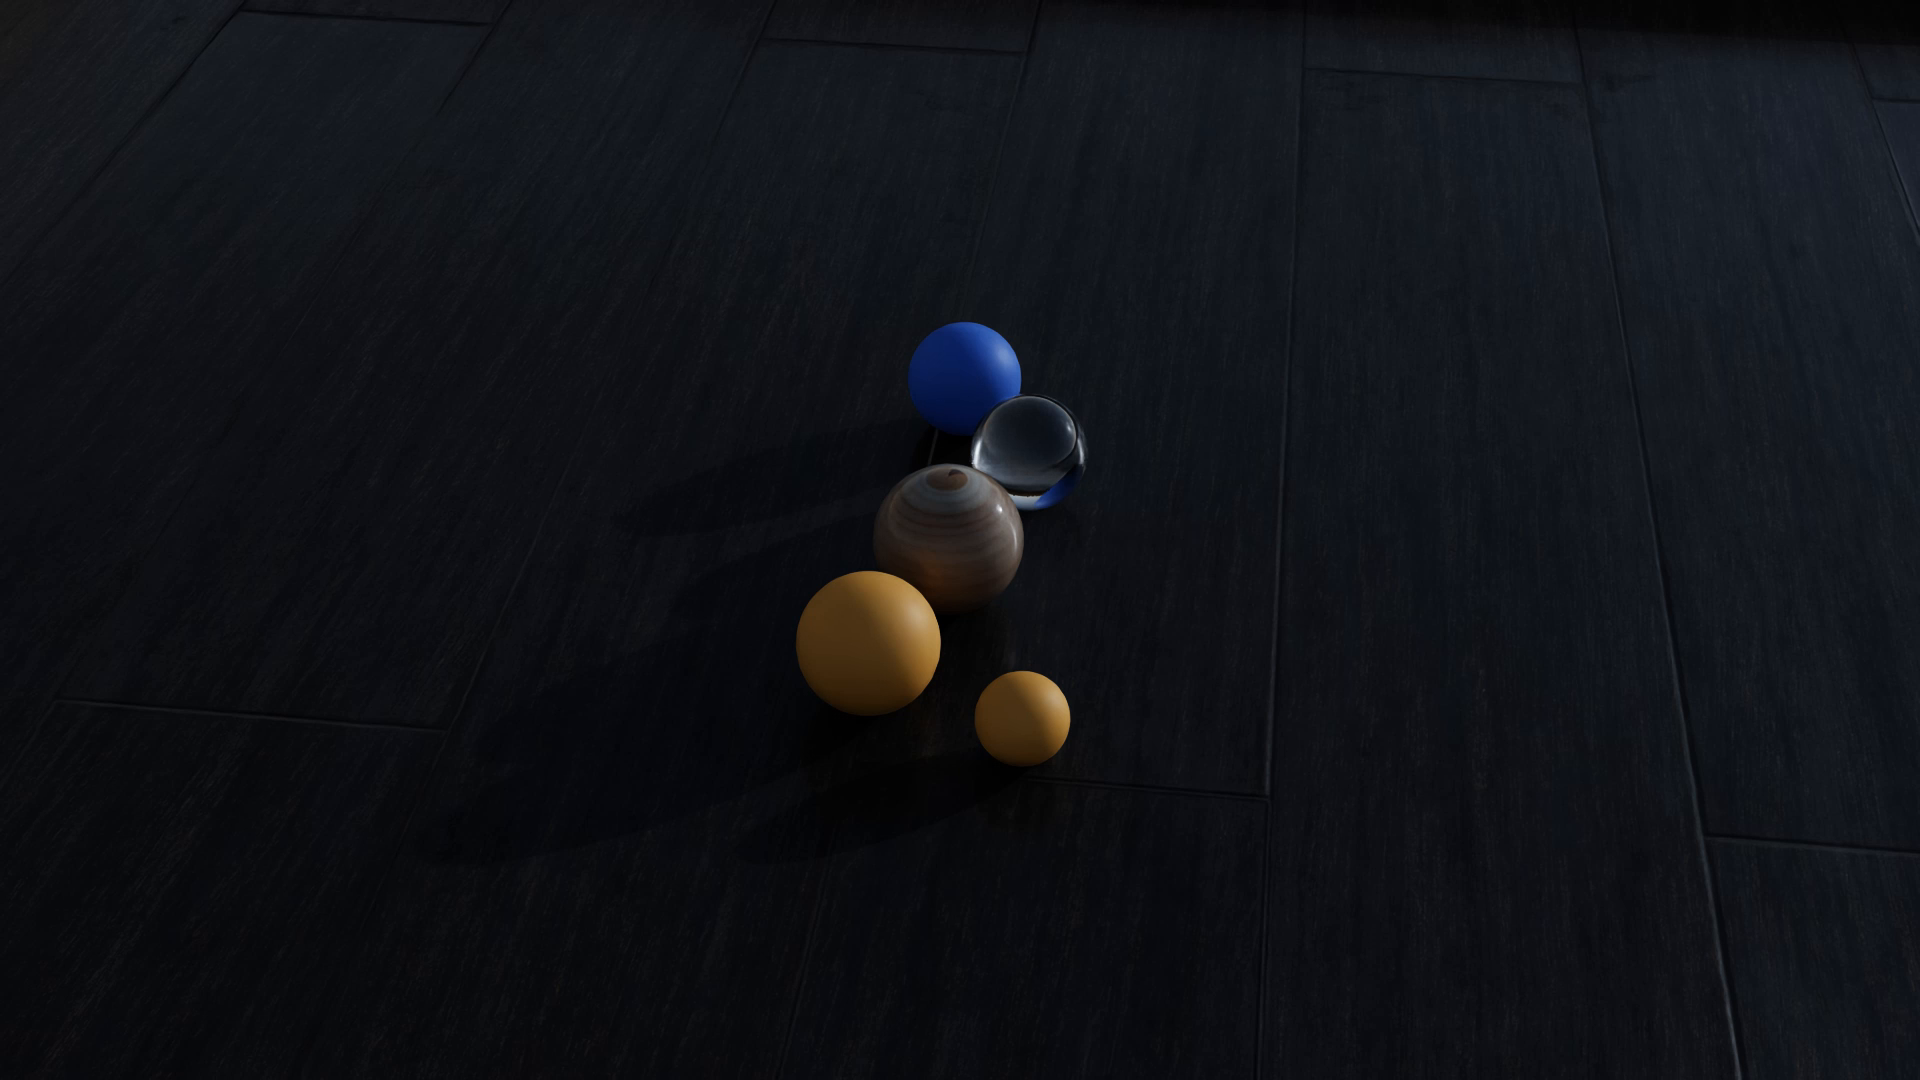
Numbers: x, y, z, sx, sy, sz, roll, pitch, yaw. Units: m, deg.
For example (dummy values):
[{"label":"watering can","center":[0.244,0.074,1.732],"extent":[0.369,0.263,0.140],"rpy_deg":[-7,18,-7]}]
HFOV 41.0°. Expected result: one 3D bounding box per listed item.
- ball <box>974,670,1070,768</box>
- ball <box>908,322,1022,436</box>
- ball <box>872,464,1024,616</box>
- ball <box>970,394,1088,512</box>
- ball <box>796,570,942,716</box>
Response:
[{"label":"ball","center":[0.037,0.107,1.529],"extent":[0.057,0.057,0.057],"rpy_deg":[0,36,0]},{"label":"ball","center":[0.003,-0.114,1.816],"extent":[0.081,0.081,0.081],"rpy_deg":[0,36,0]},{"label":"ball","center":[-0.008,0.000,1.643],"extent":[0.097,0.097,0.097],"rpy_deg":[0,36,0]},{"label":"ball","center":[0.047,-0.059,1.740],"extent":[0.080,0.080,0.080],"rpy_deg":[0,36,0]},{"label":"ball","center":[-0.056,0.063,1.563],"extent":[0.089,0.089,0.089],"rpy_deg":[0,36,0]}]
